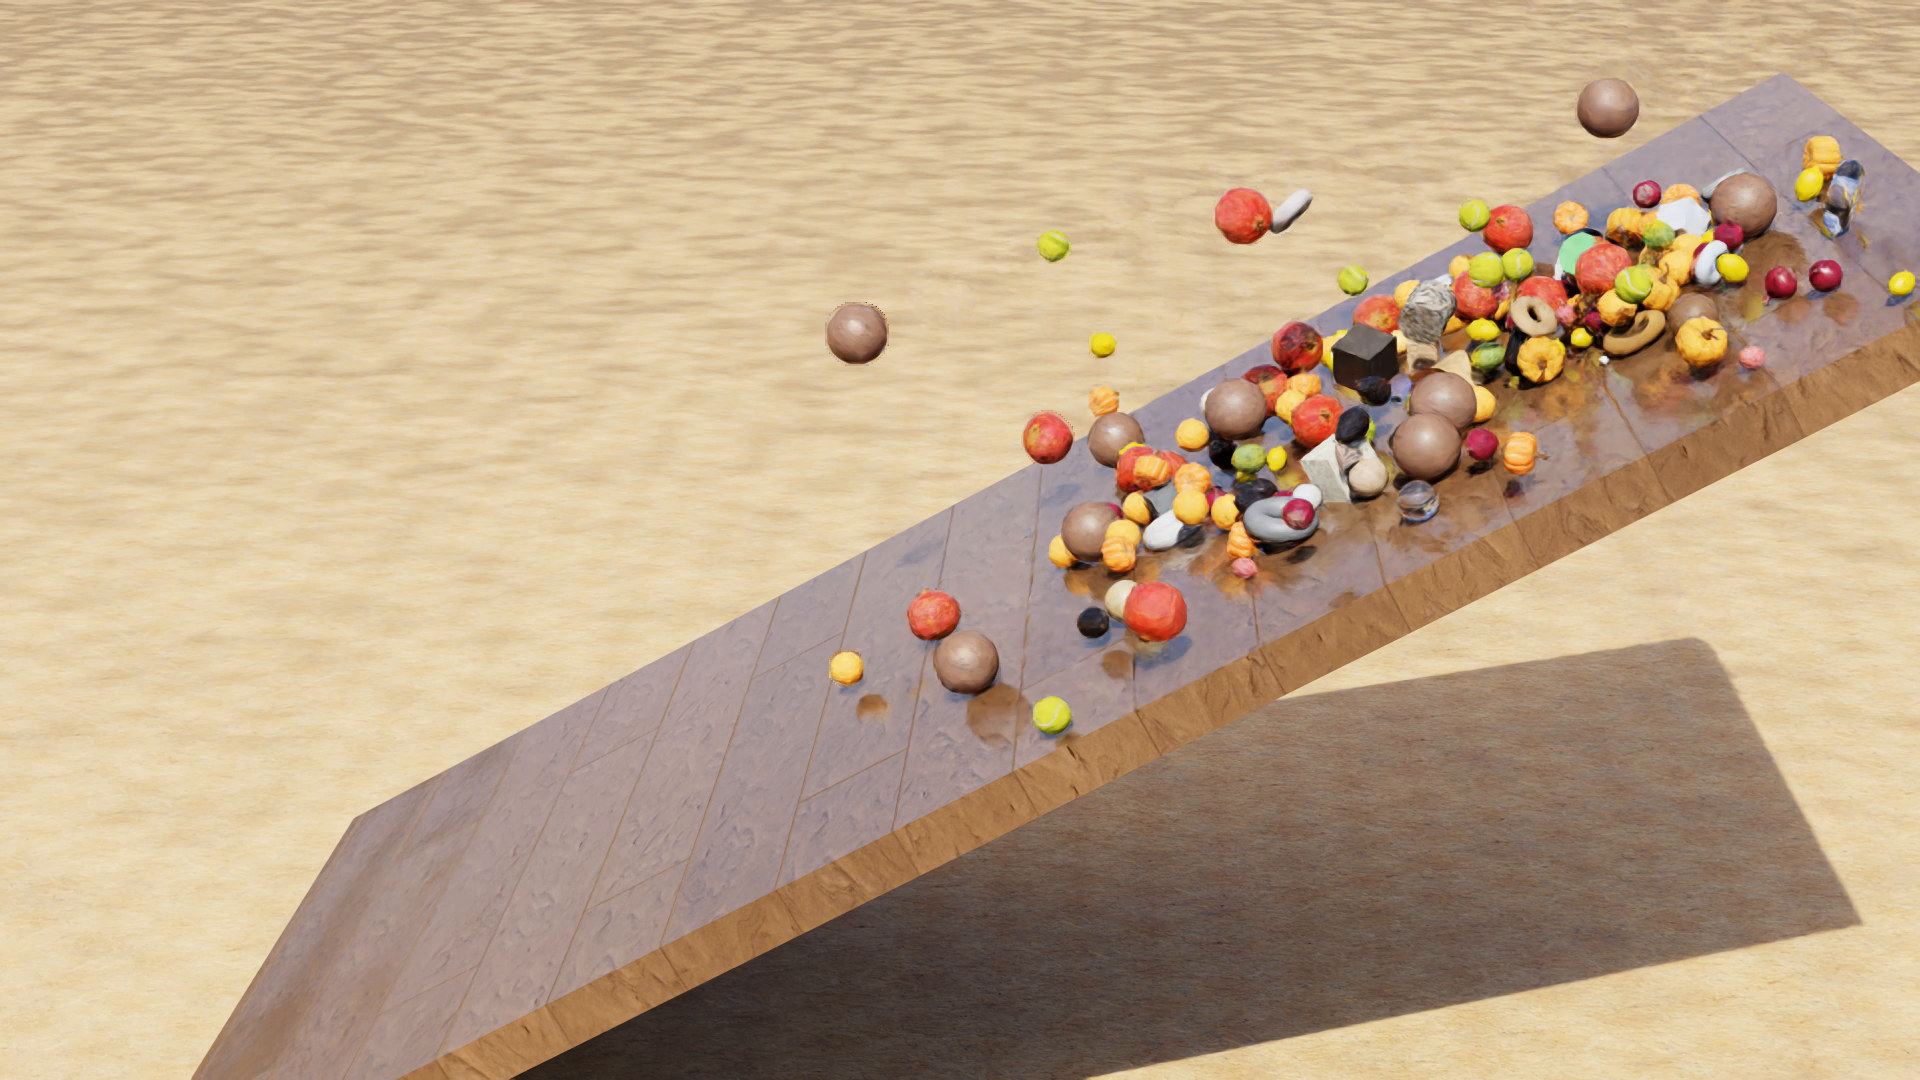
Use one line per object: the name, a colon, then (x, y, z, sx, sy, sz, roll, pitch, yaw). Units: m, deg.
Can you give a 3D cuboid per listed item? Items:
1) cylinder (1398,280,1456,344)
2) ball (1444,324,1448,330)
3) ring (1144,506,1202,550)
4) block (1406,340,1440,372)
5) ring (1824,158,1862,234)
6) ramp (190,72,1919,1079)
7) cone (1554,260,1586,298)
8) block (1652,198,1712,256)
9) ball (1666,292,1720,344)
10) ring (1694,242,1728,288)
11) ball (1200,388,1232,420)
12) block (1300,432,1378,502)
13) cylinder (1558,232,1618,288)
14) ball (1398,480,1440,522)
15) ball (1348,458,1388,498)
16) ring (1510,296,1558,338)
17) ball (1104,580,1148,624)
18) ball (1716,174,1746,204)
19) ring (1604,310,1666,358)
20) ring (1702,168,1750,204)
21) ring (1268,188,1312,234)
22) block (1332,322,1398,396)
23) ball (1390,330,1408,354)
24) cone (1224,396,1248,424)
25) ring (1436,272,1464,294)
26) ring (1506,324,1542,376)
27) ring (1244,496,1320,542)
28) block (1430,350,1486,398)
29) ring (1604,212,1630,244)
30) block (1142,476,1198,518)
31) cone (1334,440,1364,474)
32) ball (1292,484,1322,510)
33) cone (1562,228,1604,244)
cylinder: (0.936, -0.457, 5.894, 0.093, 0.093, 0.093, 9, 42, 25)
ball: (0.990, -0.458, 6.157, 0.063, 0.063, 0.063, 0, 18, 0)
ring: (0.437, -0.024, 6.054, 0.131, 0.044, 0.131, -29, 16, 9)
block: (0.973, -0.394, 6.173, 0.061, 0.061, 0.061, -4, 22, 15)
ring: (1.672, -0.651, 5.566, 0.048, 0.143, 0.143, 11, 21, 25)
ramp: (0.142, 0.167, 6.283, 4.000, 0.100, 2.000, -27, 14, 11)
cone: (1.292, -0.545, 6.128, 0.090, 0.090, 0.090, 7, 19, 23)
block: (1.454, -0.631, 5.921, 0.075, 0.075, 0.075, 34, -29, -30)
ball: (1.353, -0.408, 5.429, 0.095, 0.095, 0.095, 0, 18, 0)
ring: (1.447, -0.531, 5.661, 0.031, 0.094, 0.094, 28, 31, 34)
ball: (0.547, -0.291, 6.295, 0.067, 0.067, 0.067, 0, 18, 0)
block: (0.745, -0.141, 5.724, 0.099, 0.099, 0.099, -36, 15, -21)
cylinder: (1.259, -0.560, 5.893, 0.086, 0.086, 0.086, 23, -2, -44)
ball: (0.835, -0.072, 5.357, 0.075, 0.075, 0.075, 0, 18, 0)
ball: (0.781, -0.119, 5.623, 0.078, 0.078, 0.078, 0, 18, 0)
ring: (1.114, -0.433, 5.708, 0.098, 0.033, 0.098, 13, 51, -17)
ball: (0.323, 0.119, 5.709, 0.084, 0.084, 0.084, 0, 18, 0)
ball: (1.570, -0.714, 5.995, 0.060, 0.060, 0.060, 0, 18, 0)
ring: (1.287, -0.395, 5.611, 0.130, 0.043, 0.130, -33, 9, 6)
ring: (1.605, -0.742, 6.163, 0.109, 0.036, 0.109, -32, 2, 2)
ring: (0.667, -0.666, 5.955, 0.037, 0.112, 0.112, 46, 30, 6)
block: (0.822, -0.366, 5.969, 0.093, 0.093, 0.093, 25, 52, 35)
ball: (0.953, -0.430, 6.392, 0.051, 0.051, 0.051, 0, 18, 0)
cone: (0.594, -0.307, 6.552, 0.067, 0.067, 0.067, 44, 37, 20)
ring: (1.082, -0.565, 6.623, 0.111, 0.037, 0.111, -29, 12, 7)
ring: (1.113, -0.392, 5.797, 0.048, 0.143, 0.143, 16, 22, 18)
ring: (0.616, -0.039, 5.644, 0.145, 0.048, 0.145, -3, 26, 1)
block: (1.004, -0.334, 5.927, 0.068, 0.068, 0.068, -33, 14, -11)
ring: (1.408, -0.669, 6.300, 0.025, 0.075, 0.075, 36, 25, 5)
block: (0.440, -0.075, 6.155, 0.076, 0.076, 0.076, -32, 14, -5)
cone: (0.734, -0.169, 5.635, 0.058, 0.058, 0.058, -39, -4, -3)
ball: (0.677, -0.081, 5.737, 0.059, 0.059, 0.059, 0, 18, 0)
cone: (1.329, -0.592, 6.201, 0.097, 0.097, 0.097, -4, 39, -11)
